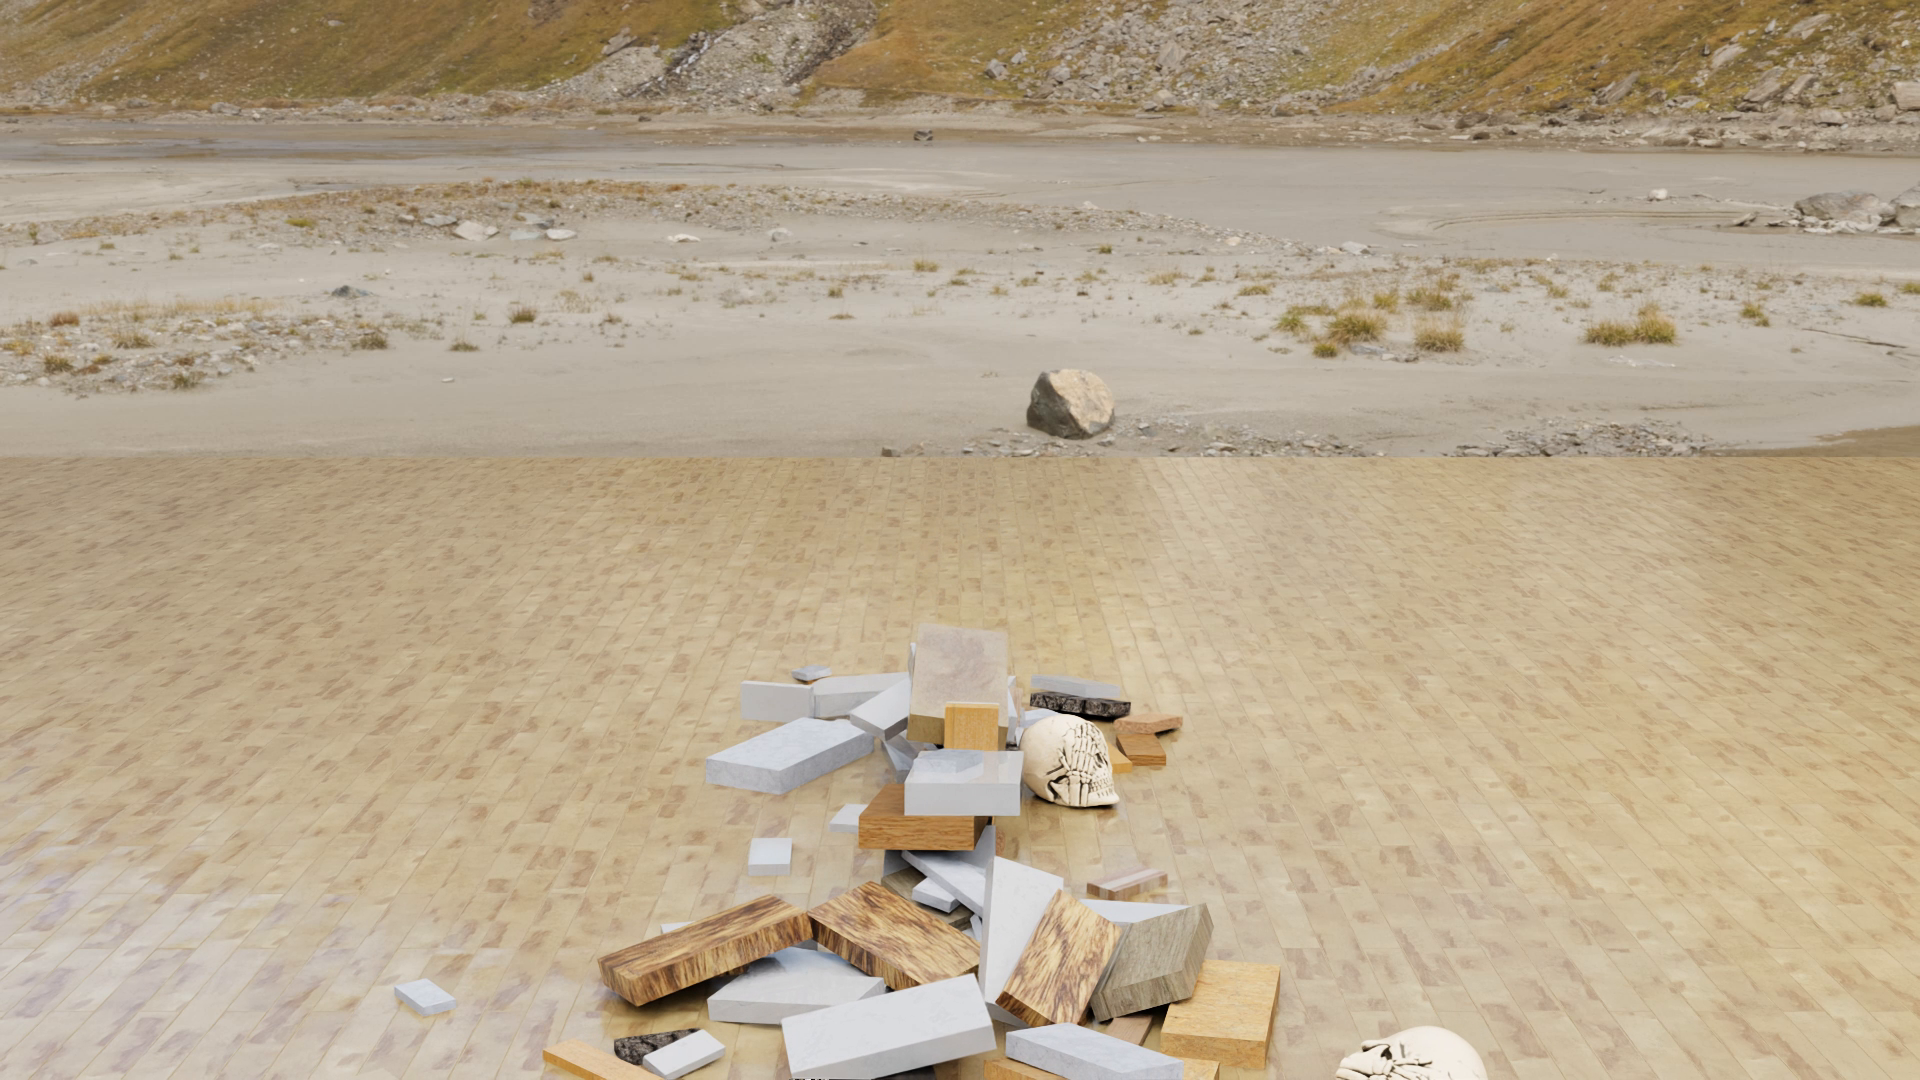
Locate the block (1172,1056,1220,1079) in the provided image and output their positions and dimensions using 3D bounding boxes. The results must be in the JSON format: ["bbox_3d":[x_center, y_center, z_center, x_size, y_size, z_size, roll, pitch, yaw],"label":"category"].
[{"bbox_3d":[0.257,0.715,2.933,0.167,0.024,0.083,3,11,15],"label":"block"}]

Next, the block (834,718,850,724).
[{"bbox_3d":[-0.224,0.398,4.660,0.106,0.015,0.053,5,12,24],"label":"block"}]

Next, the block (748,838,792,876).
[{"bbox_3d":[-0.329,0.551,3.826,0.071,0.020,0.142,0,11,-3],"label":"block"}]

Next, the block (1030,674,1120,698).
[{"bbox_3d":[0.257,0.327,4.922,0.098,0.028,0.196,4,1,-36],"label":"block"}]

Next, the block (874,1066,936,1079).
[{"bbox_3d":[-0.078,0.713,2.941,0.083,0.024,0.285,-1,11,-7],"label":"block"}]

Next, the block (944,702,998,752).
[{"bbox_3d":[0.019,0.372,3.781,0.091,0.182,0.026,2,12,2],"label":"block"}]

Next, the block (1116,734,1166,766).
[{"bbox_3d":[0.368,0.427,4.484,0.080,0.023,0.159,-1,11,-4],"label":"block"}]

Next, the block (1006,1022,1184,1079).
[{"bbox_3d":[0.175,0.682,2.893,0.112,0.032,0.223,1,2,-39],"label":"block"}]

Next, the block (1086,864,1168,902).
[{"bbox_3d":[0.281,0.576,3.693,0.131,0.018,0.065,-10,14,-42],"label":"block"}]

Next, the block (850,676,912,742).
[{"bbox_3d":[-0.109,0.320,4.272,0.098,0.028,0.196,23,39,40],"label":"block"}]

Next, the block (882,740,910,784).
[{"bbox_3d":[-0.096,0.438,4.412,0.095,0.027,0.246,-2,11,-9],"label":"block"}]

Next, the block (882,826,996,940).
[{"bbox_3d":[-0.034,0.563,3.449,0.177,0.050,0.355,0,24,2],"label":"block"}]

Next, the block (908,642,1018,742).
[{"bbox_3d":[0.001,0.287,4.198,0.174,0.049,0.348,6,17,-7],"label":"block"}]

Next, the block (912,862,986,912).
[{"bbox_3d":[-0.014,0.529,3.374,0.065,0.018,0.131,16,20,24],"label":"block"}]

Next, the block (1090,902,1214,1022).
[{"bbox_3d":[0.286,0.621,3.249,0.142,0.040,0.299,-19,5,15],"label":"block"}]

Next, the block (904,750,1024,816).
[{"bbox_3d":[0.012,0.392,3.571,0.177,0.050,0.390,0,2,3],"label":"block"}]

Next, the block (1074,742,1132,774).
[{"bbox_3d":[0.287,0.439,4.429,0.071,0.020,0.159,-3,11,-14],"label":"block"}]

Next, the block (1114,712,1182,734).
[{"bbox_3d":[0.398,0.386,4.639,0.080,0.023,0.159,3,3,32],"label":"block"}]

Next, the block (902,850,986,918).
[{"bbox_3d":[0.020,0.530,3.329,0.060,0.017,0.293,-7,23,-36],"label":"block"}]

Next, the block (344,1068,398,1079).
[{"bbox_3d":[-0.821,0.739,2.761,0.271,0.038,0.135,-9,14,-39],"label":"block"}]

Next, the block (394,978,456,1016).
[{"bbox_3d":[-0.782,0.668,3.212,0.050,0.014,0.101,-8,13,-37],"label":"block"}]

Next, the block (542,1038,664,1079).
[{"bbox_3d":[-0.470,0.715,2.954,0.228,0.015,0.053,10,14,42],"label":"block"}]

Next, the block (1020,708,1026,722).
[{"bbox_3d":[0.039,0.374,4.678,0.095,0.027,0.189,-9,5,-42],"label":"block"}]

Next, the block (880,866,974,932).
[{"bbox_3d":[-0.042,0.553,3.381,0.083,0.023,0.166,-16,28,-31],"label":"block"}]

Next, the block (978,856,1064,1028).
[{"bbox_3d":[0.088,0.581,3.168,0.112,0.032,0.263,20,40,-12],"label":"block"}]

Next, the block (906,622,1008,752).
[{"bbox_3d":[-0.002,0.267,4.091,0.174,0.049,0.504,8,16,-2],"label":"block"}]

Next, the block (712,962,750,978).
[{"bbox_3d":[-0.393,0.632,3.280,0.166,0.023,0.083,-12,10,6],"label":"block"}]

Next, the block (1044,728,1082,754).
[{"bbox_3d":[0.213,0.416,4.559,0.059,0.017,0.119,-1,11,-8],"label":"block"}]

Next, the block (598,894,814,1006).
[{"bbox_3d":[-0.376,0.602,3.243,0.284,0.040,0.142,-17,11,-27],"label":"block"}]

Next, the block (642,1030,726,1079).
[{"bbox_3d":[-0.374,0.700,2.983,0.101,0.014,0.050,-17,32,-41],"label":"block"}]

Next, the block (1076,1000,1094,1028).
[{"bbox_3d":[0.161,0.677,3.161,0.052,0.015,0.103,3,11,17],"label":"block"}]

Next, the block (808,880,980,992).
[{"bbox_3d":[-0.089,0.598,3.258,0.135,0.038,0.276,-20,30,-40],"label":"block"}]
